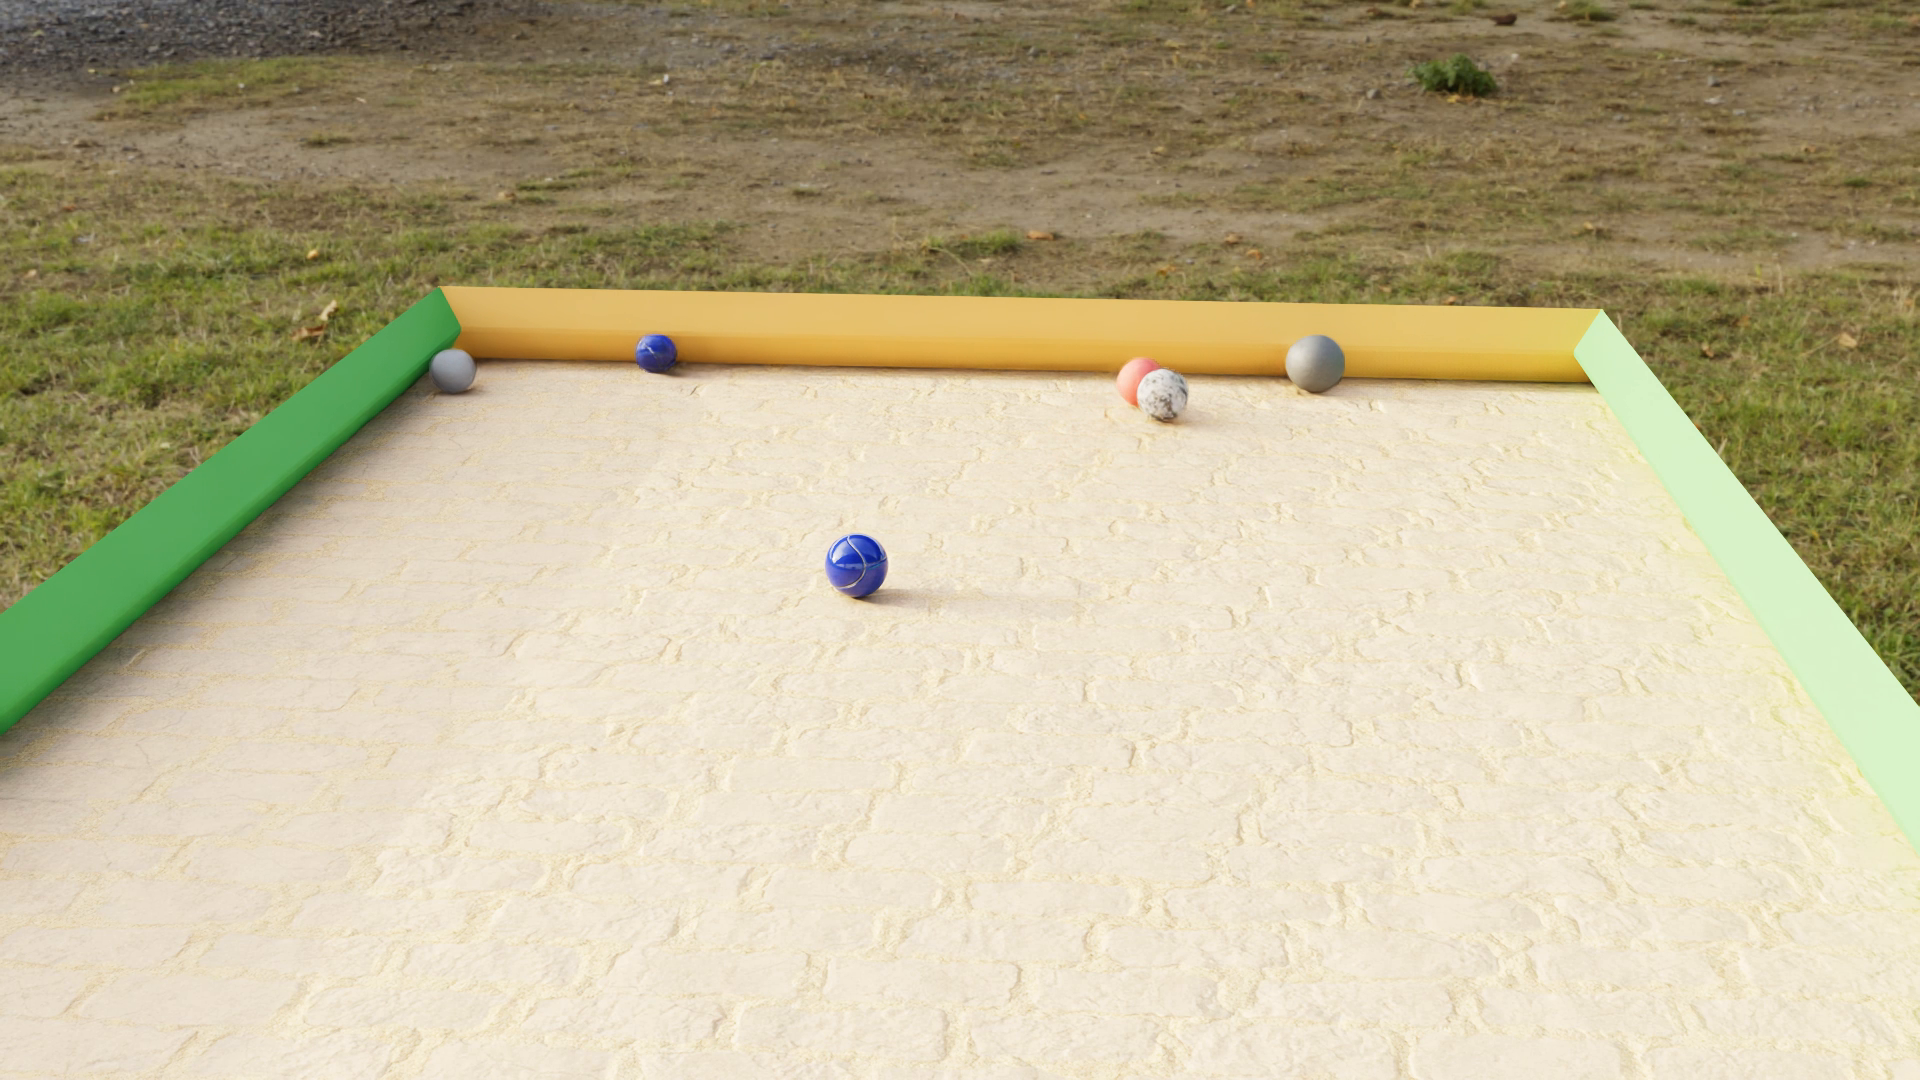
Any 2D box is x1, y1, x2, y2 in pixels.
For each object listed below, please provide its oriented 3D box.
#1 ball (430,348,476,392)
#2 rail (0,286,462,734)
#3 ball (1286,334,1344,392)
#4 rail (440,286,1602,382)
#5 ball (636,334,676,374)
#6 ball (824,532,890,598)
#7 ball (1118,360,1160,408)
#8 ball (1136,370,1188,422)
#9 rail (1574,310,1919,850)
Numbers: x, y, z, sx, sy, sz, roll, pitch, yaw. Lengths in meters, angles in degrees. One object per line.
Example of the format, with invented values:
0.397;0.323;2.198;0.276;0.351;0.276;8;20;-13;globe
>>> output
-0.753;-0.252;3.270;0.066;0.066;0.066;0;20;0;ball
-0.940;0.255;1.786;0.045;0.112;3.552;2;20;5;rail
0.527;-0.263;3.269;0.086;0.086;0.086;0;20;0;ball
0.072;-0.310;3.361;1.784;0.112;0.045;2;20;5;rail
-0.465;-0.286;3.371;0.061;0.061;0.061;0;20;0;ball
-0.116;0.028;2.478;0.073;0.073;0.073;0;20;0;ball
0.263;-0.228;3.196;0.070;0.070;0.070;0;20;0;ball
0.288;-0.206;3.130;0.073;0.073;0.073;0;20;0;ball
0.791;0.304;1.649;0.045;0.112;3.552;2;20;5;rail
